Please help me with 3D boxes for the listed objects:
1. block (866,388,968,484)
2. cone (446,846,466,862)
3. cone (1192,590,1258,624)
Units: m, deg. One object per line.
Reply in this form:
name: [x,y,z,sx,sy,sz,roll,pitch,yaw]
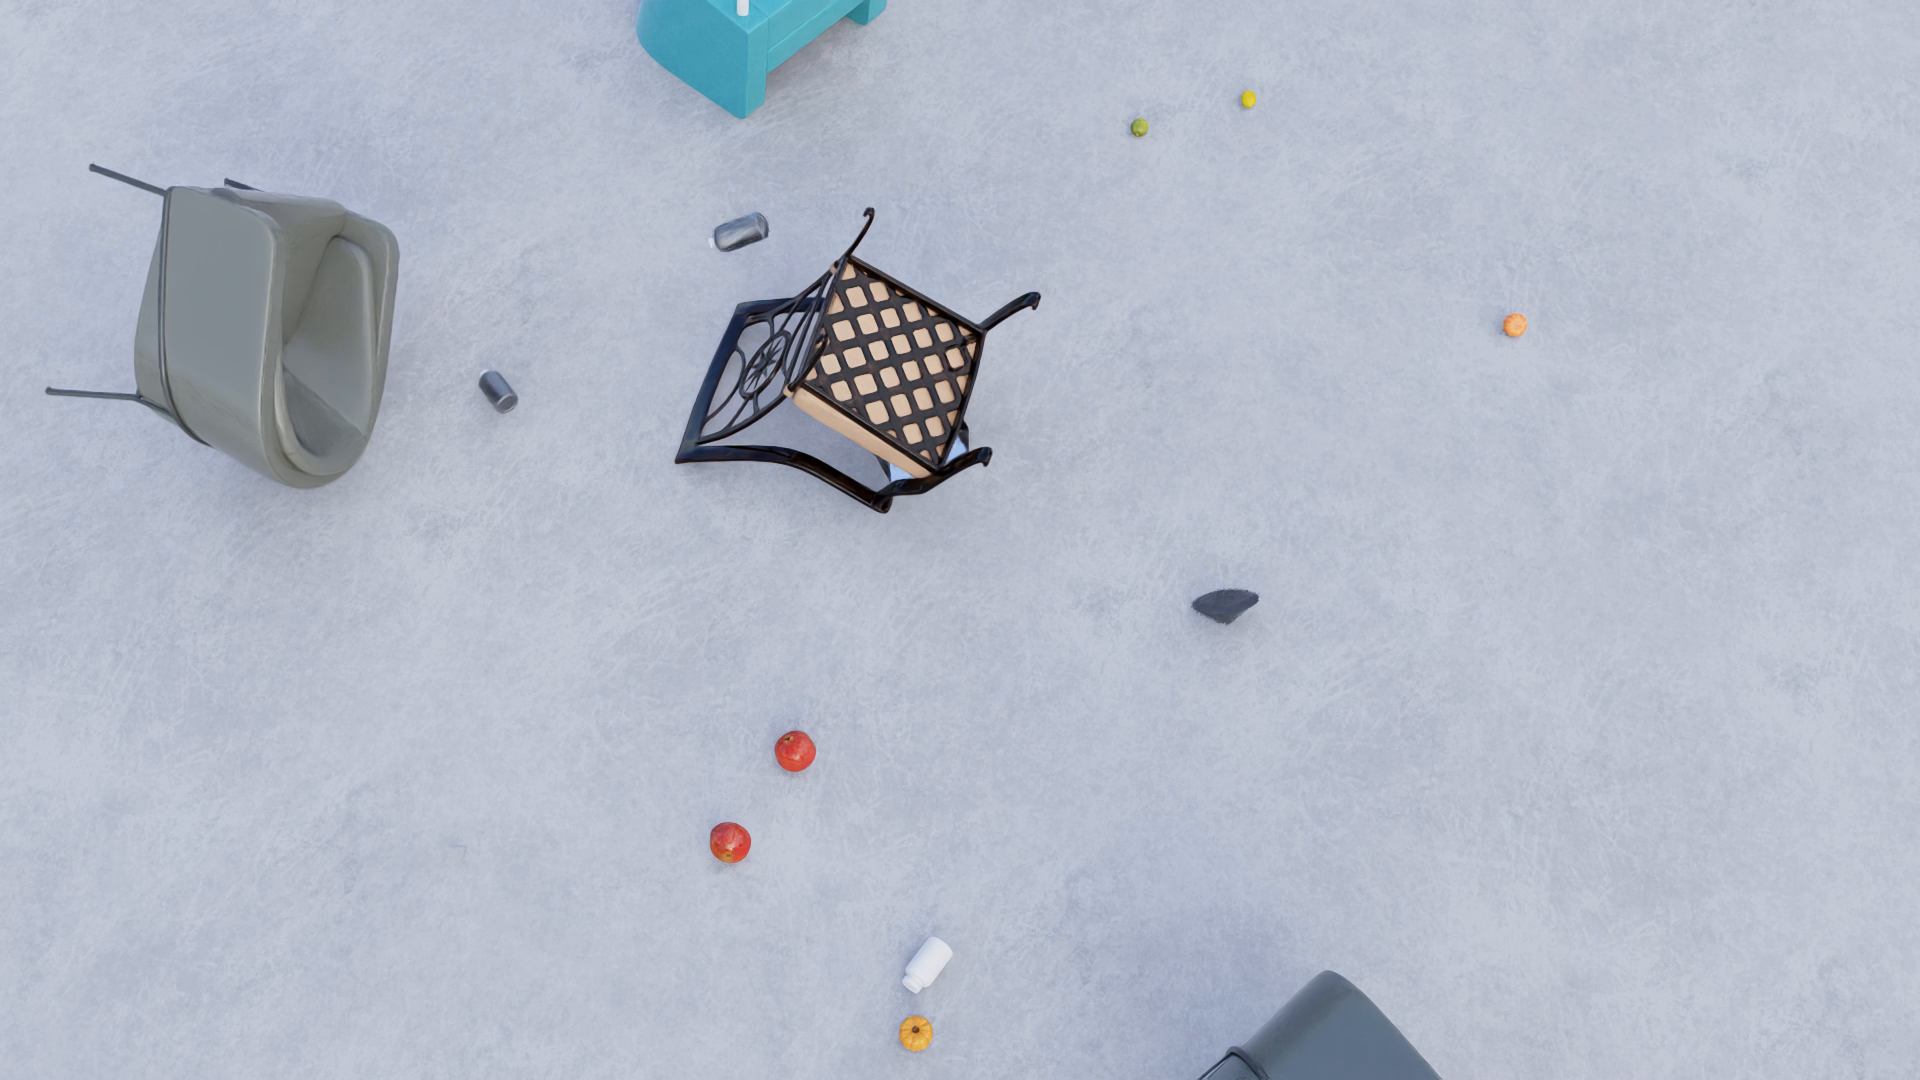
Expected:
block: [-0.129,-0.319,6.706,0.262,0.136,0.174,-21,59,-14]
cone: [-1.361,0.846,5.995,0.061,0.039,0.049,32,40,21]
cone: [0.776,0.214,6.395,0.194,0.074,0.190,-18,21,-25]
